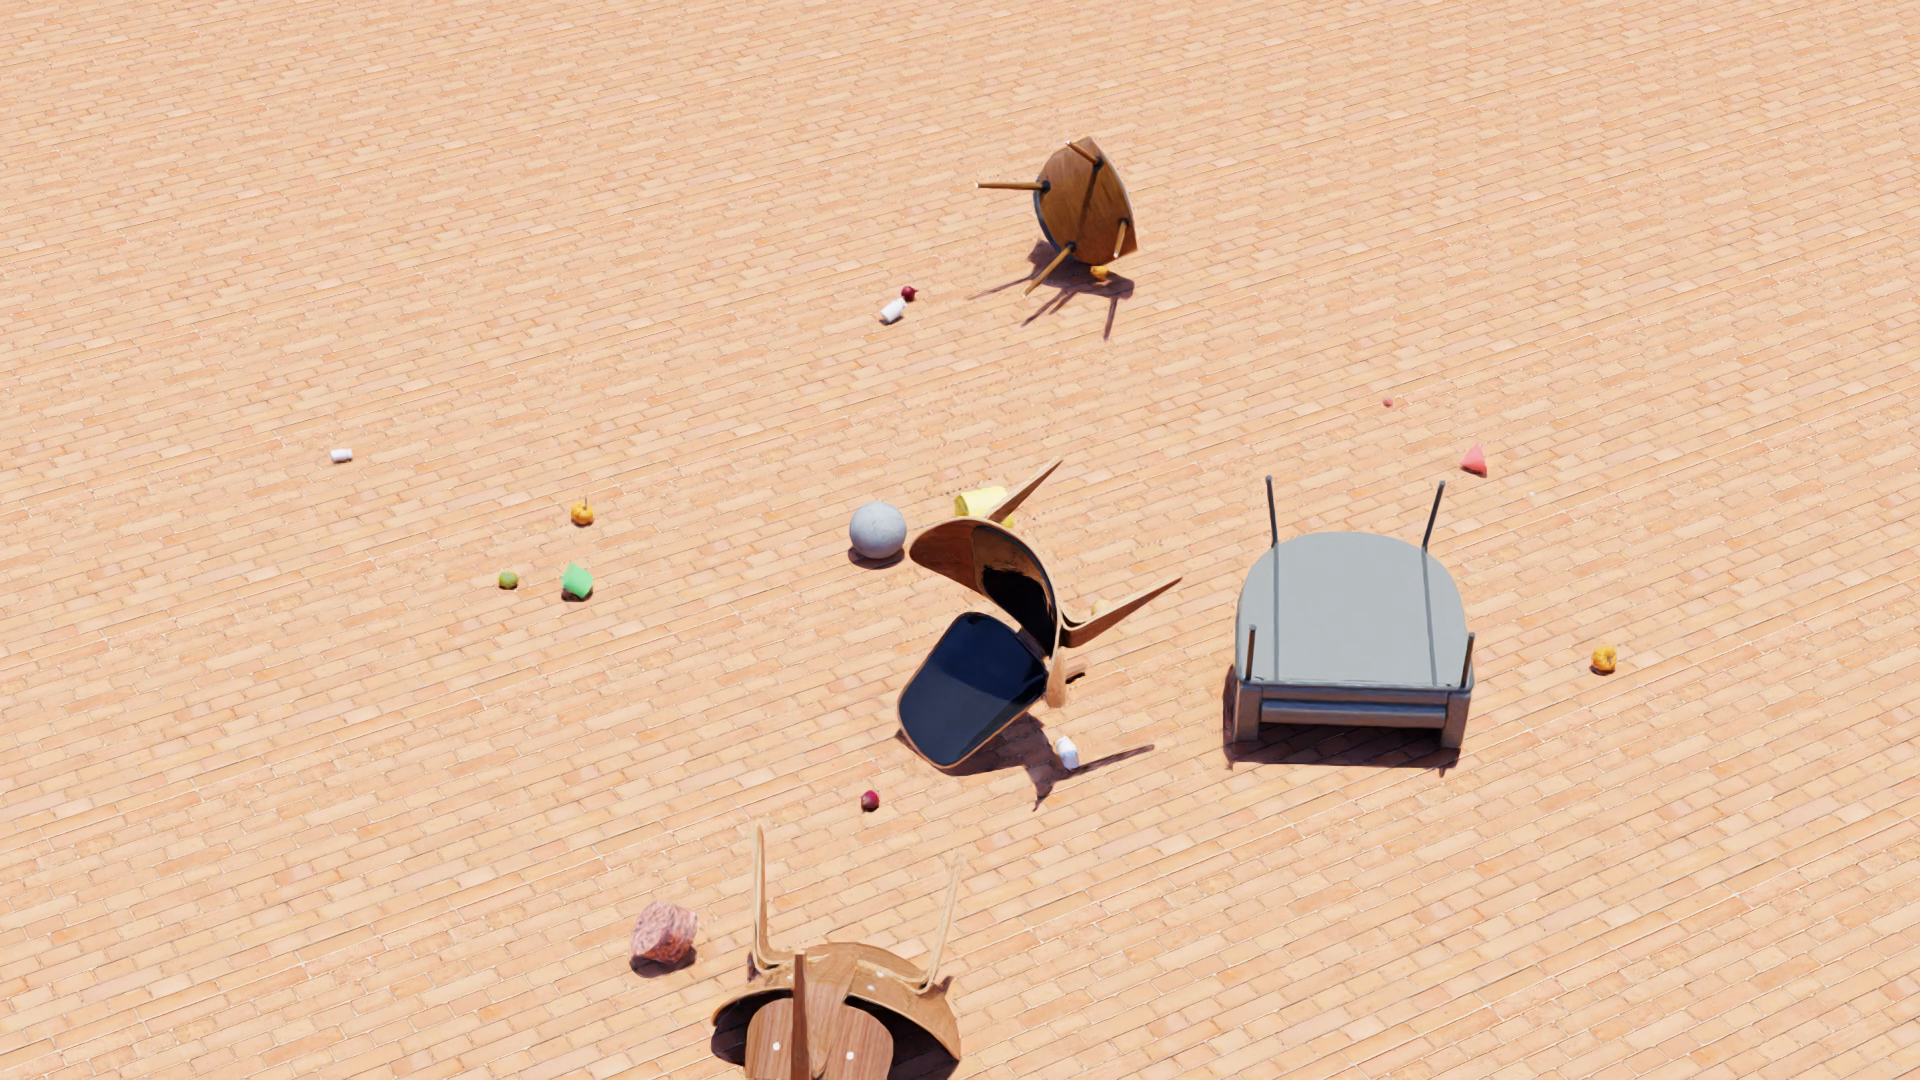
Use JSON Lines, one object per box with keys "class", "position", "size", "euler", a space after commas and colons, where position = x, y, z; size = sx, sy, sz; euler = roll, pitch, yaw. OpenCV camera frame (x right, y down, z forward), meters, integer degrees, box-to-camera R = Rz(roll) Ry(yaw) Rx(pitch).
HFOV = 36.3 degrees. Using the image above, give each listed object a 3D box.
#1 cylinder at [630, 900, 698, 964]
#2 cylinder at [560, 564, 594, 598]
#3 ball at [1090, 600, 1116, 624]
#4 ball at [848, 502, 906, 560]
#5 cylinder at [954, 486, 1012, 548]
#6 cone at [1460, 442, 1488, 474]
{"class": "cylinder", "position": [-0.901, 1.194, 8.929], "size": [0.122, 0.191, 0.137], "euler": [24, 19, -42]}
{"class": "cylinder", "position": [-1.386, 0.147, 10.617], "size": [0.087, 0.072, 0.105], "euler": [33, 46, -23]}
{"class": "ball", "position": [0.511, 0.256, 10.474], "size": [0.090, 0.090, 0.090], "euler": [0, 33, 0]}
{"class": "ball", "position": [-0.302, -0.036, 10.805], "size": [0.213, 0.213, 0.213], "euler": [0, 33, 0]}
{"class": "cylinder", "position": [0.087, -0.086, 10.881], "size": [0.160, 0.213, 0.181], "euler": [-12, 31, -17]}
{"class": "cone", "position": [1.975, -0.307, 11.345], "size": [0.095, 0.101, 0.157], "euler": [-15, 38, 7]}
